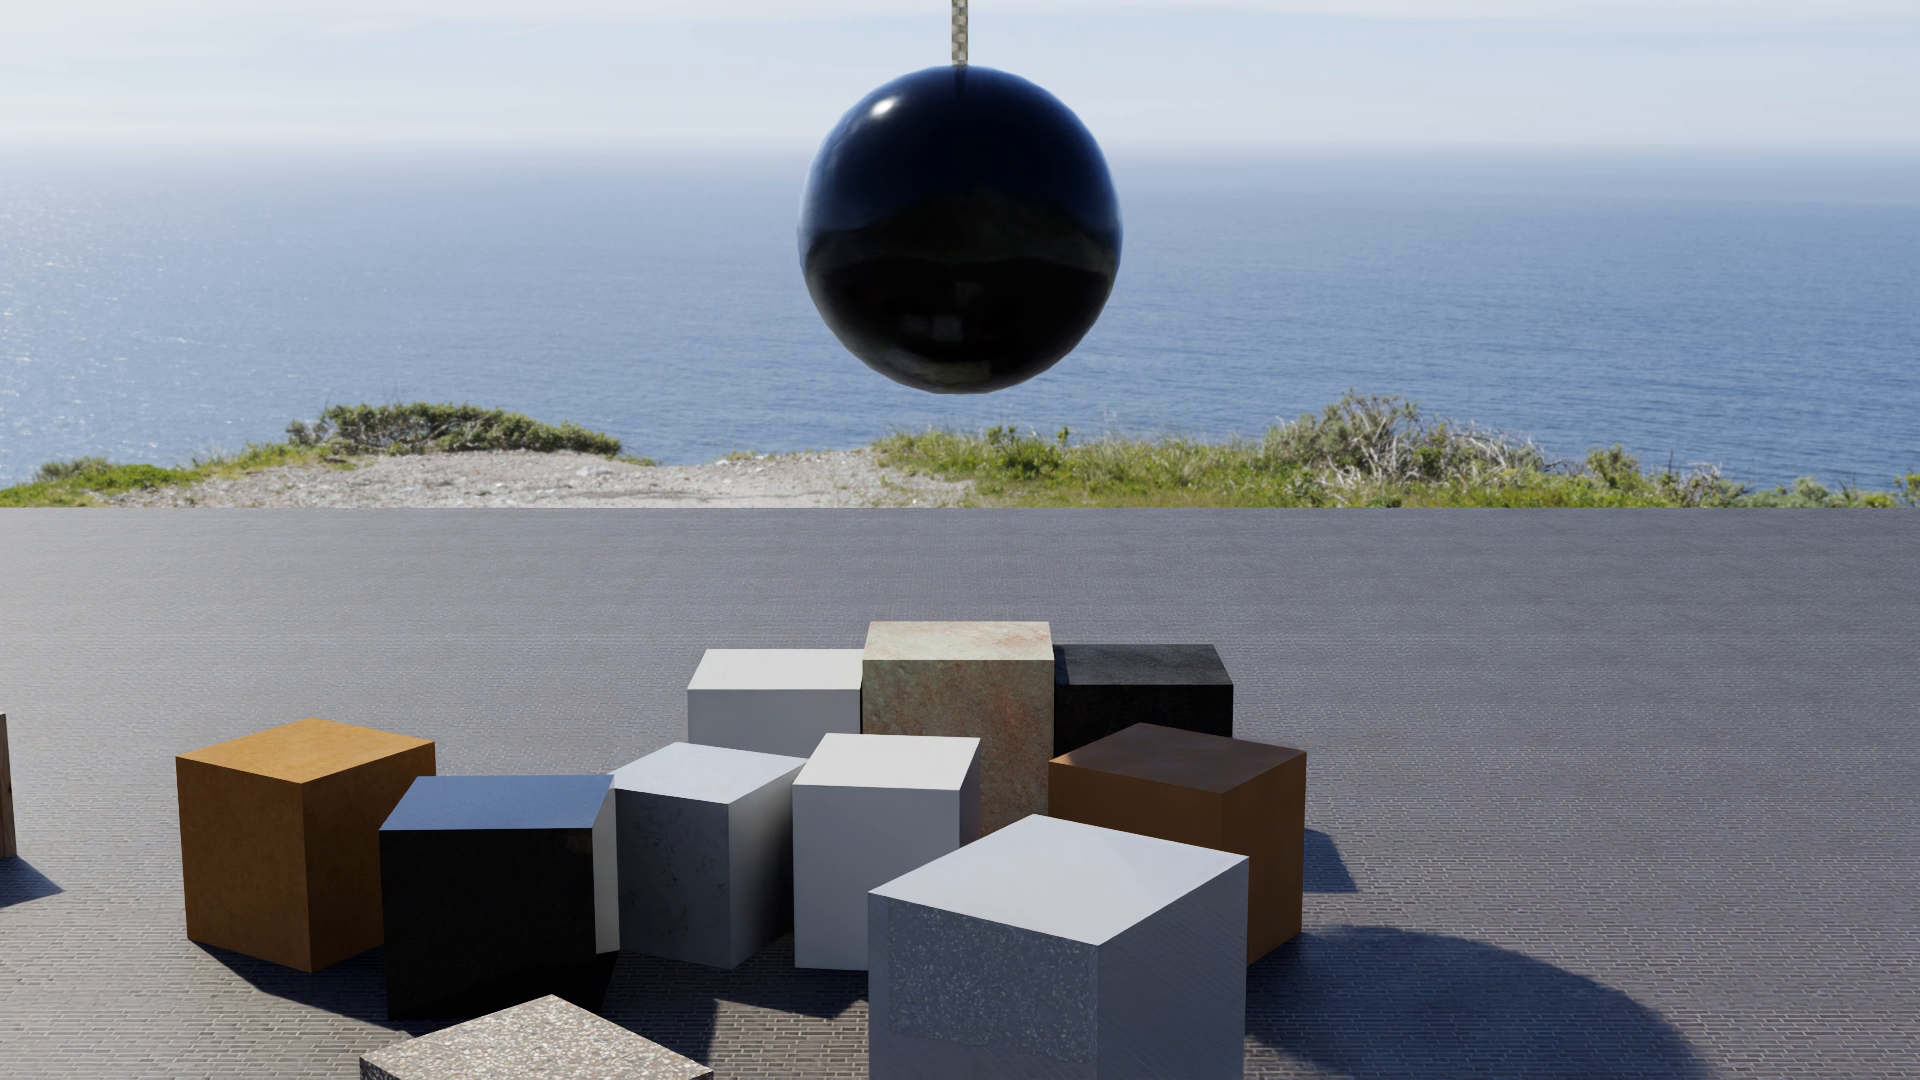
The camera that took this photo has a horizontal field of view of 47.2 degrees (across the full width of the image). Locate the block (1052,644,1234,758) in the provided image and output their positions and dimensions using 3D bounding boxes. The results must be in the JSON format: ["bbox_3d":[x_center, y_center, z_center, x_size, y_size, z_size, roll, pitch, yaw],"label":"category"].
[{"bbox_3d":[0.914,1.055,11.376,0.875,0.854,0.883,0,10,0],"label":"block"}]

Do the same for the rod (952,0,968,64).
[{"bbox_3d":[0.000,-4.868,10.221,0.080,5.200,0.080,0,9,0],"label":"rod"}]

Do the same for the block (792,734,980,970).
[{"bbox_3d":[-0.308,1.371,9.742,0.713,0.818,0.819,1,10,7],"label":"block"}]

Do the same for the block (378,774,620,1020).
[{"bbox_3d":[-1.904,1.478,9.206,0.845,0.799,0.751,0,10,-2],"label":"block"}]

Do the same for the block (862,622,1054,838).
[{"bbox_3d":[-0.006,0.993,11.382,0.950,0.975,0.878,0,10,0],"label":"block"}]

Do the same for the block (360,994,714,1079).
[{"bbox_3d":[-1.274,1.951,6.662,0.694,0.778,0.836,-10,14,-44],"label":"block"}]

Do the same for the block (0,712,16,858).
[{"bbox_3d":[-5.231,1.216,10.854,0.770,0.725,0.748,9,14,40],"label":"block"}]

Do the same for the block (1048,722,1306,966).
[{"bbox_3d":[0.960,1.361,9.732,0.851,0.839,0.789,7,12,34],"label":"block"}]

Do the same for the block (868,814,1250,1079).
[{"bbox_3d":[0.361,1.647,7.801,0.914,0.967,1.069,7,12,33],"label":"block"}]

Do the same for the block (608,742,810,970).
[{"bbox_3d":[-1.152,1.392,9.847,0.717,0.738,0.749,5,11,24],"label":"block"}]

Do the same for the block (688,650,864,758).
[{"bbox_3d":[-0.924,1.067,11.391,0.856,0.825,0.870,0,10,0],"label":"block"}]

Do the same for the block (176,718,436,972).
[{"bbox_3d":[-2.903,1.340,9.845,0.793,0.840,0.775,6,12,31],"label":"block"}]

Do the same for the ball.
[{"bbox_3d":[0.000,-1.507,10.736,1.600,1.600,1.600,0,10,0],"label":"ball"}]
